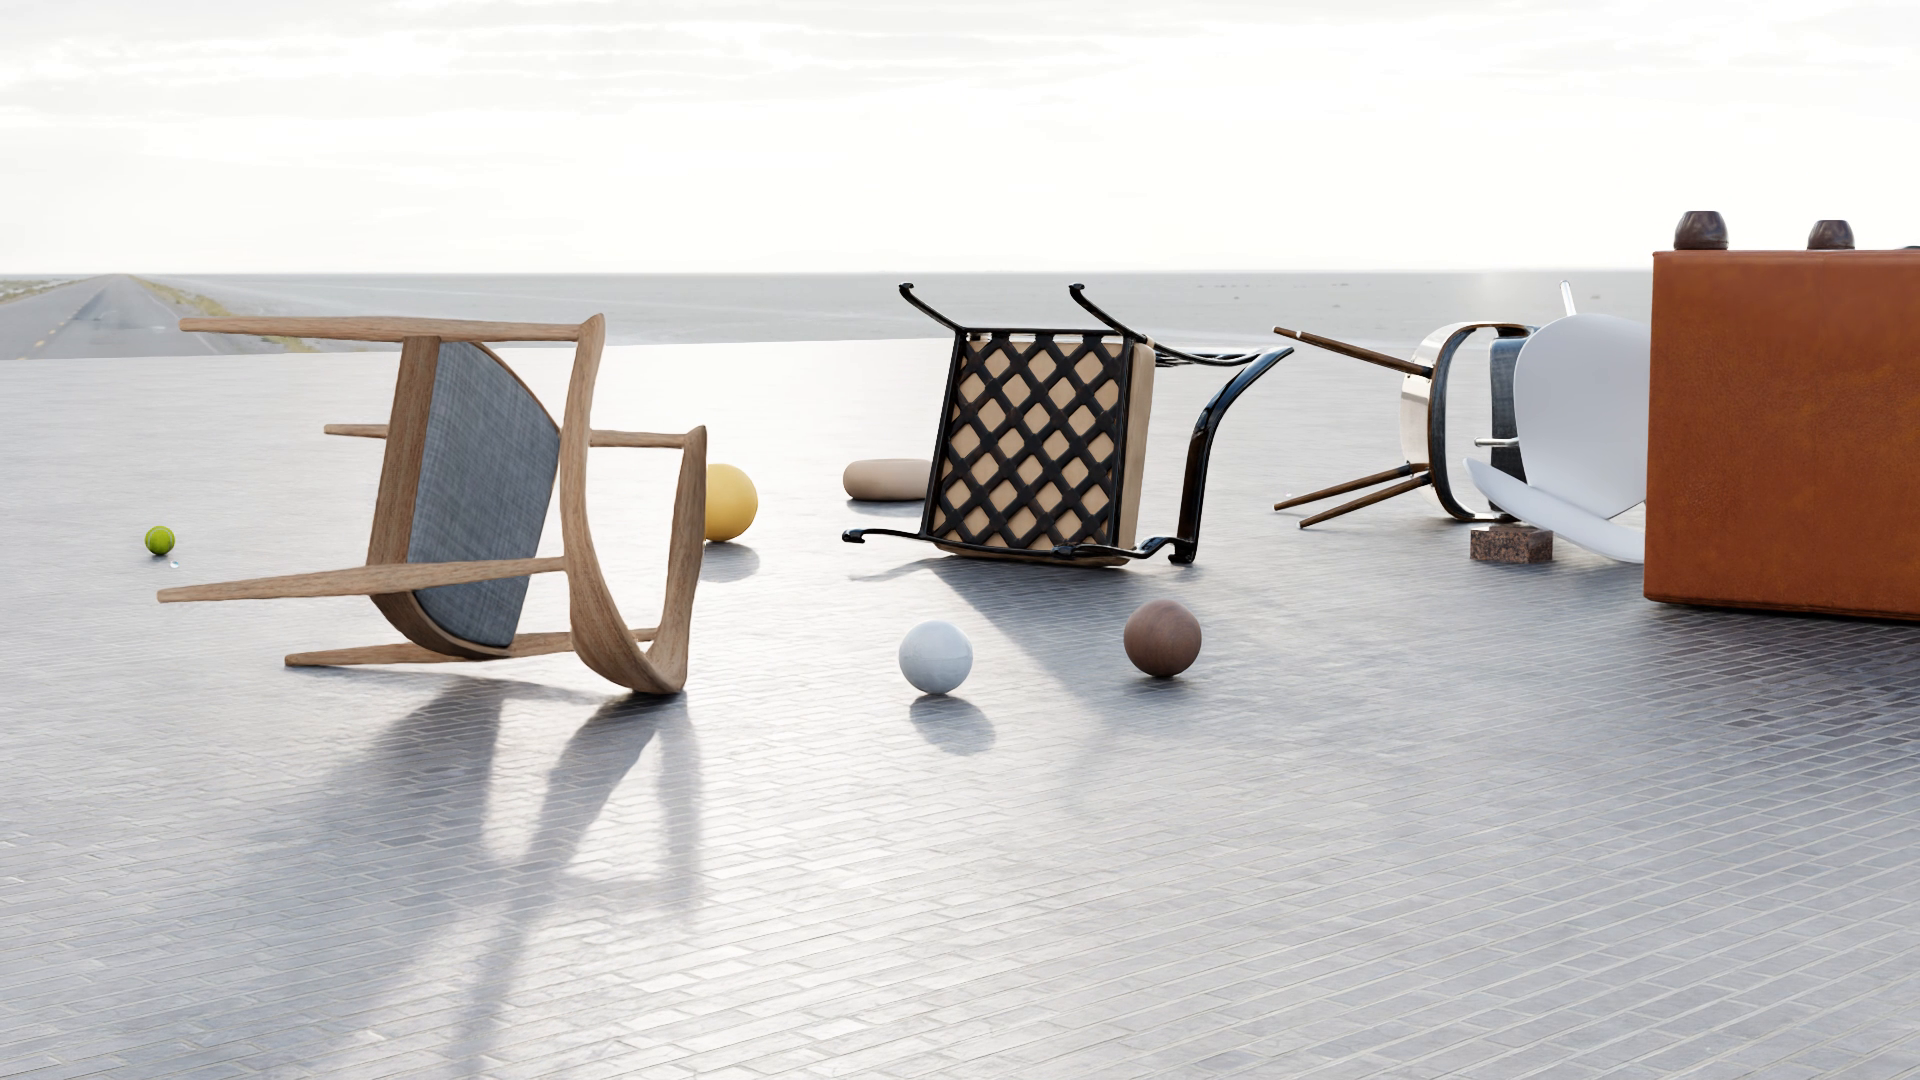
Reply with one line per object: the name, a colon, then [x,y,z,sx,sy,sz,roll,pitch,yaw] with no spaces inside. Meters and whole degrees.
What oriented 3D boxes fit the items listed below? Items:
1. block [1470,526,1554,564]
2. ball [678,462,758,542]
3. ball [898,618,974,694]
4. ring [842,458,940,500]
block: [1.284,0.010,5.974,0.154,0.069,0.109,5,8,43]
ball: [-0.599,-0.094,6.367,0.197,0.197,0.197,0,6,0]
ball: [-0.038,0.184,4.046,0.119,0.119,0.119,0,6,0]
ring: [-0.204,-0.180,7.614,0.288,0.114,0.333,0,5,11]
